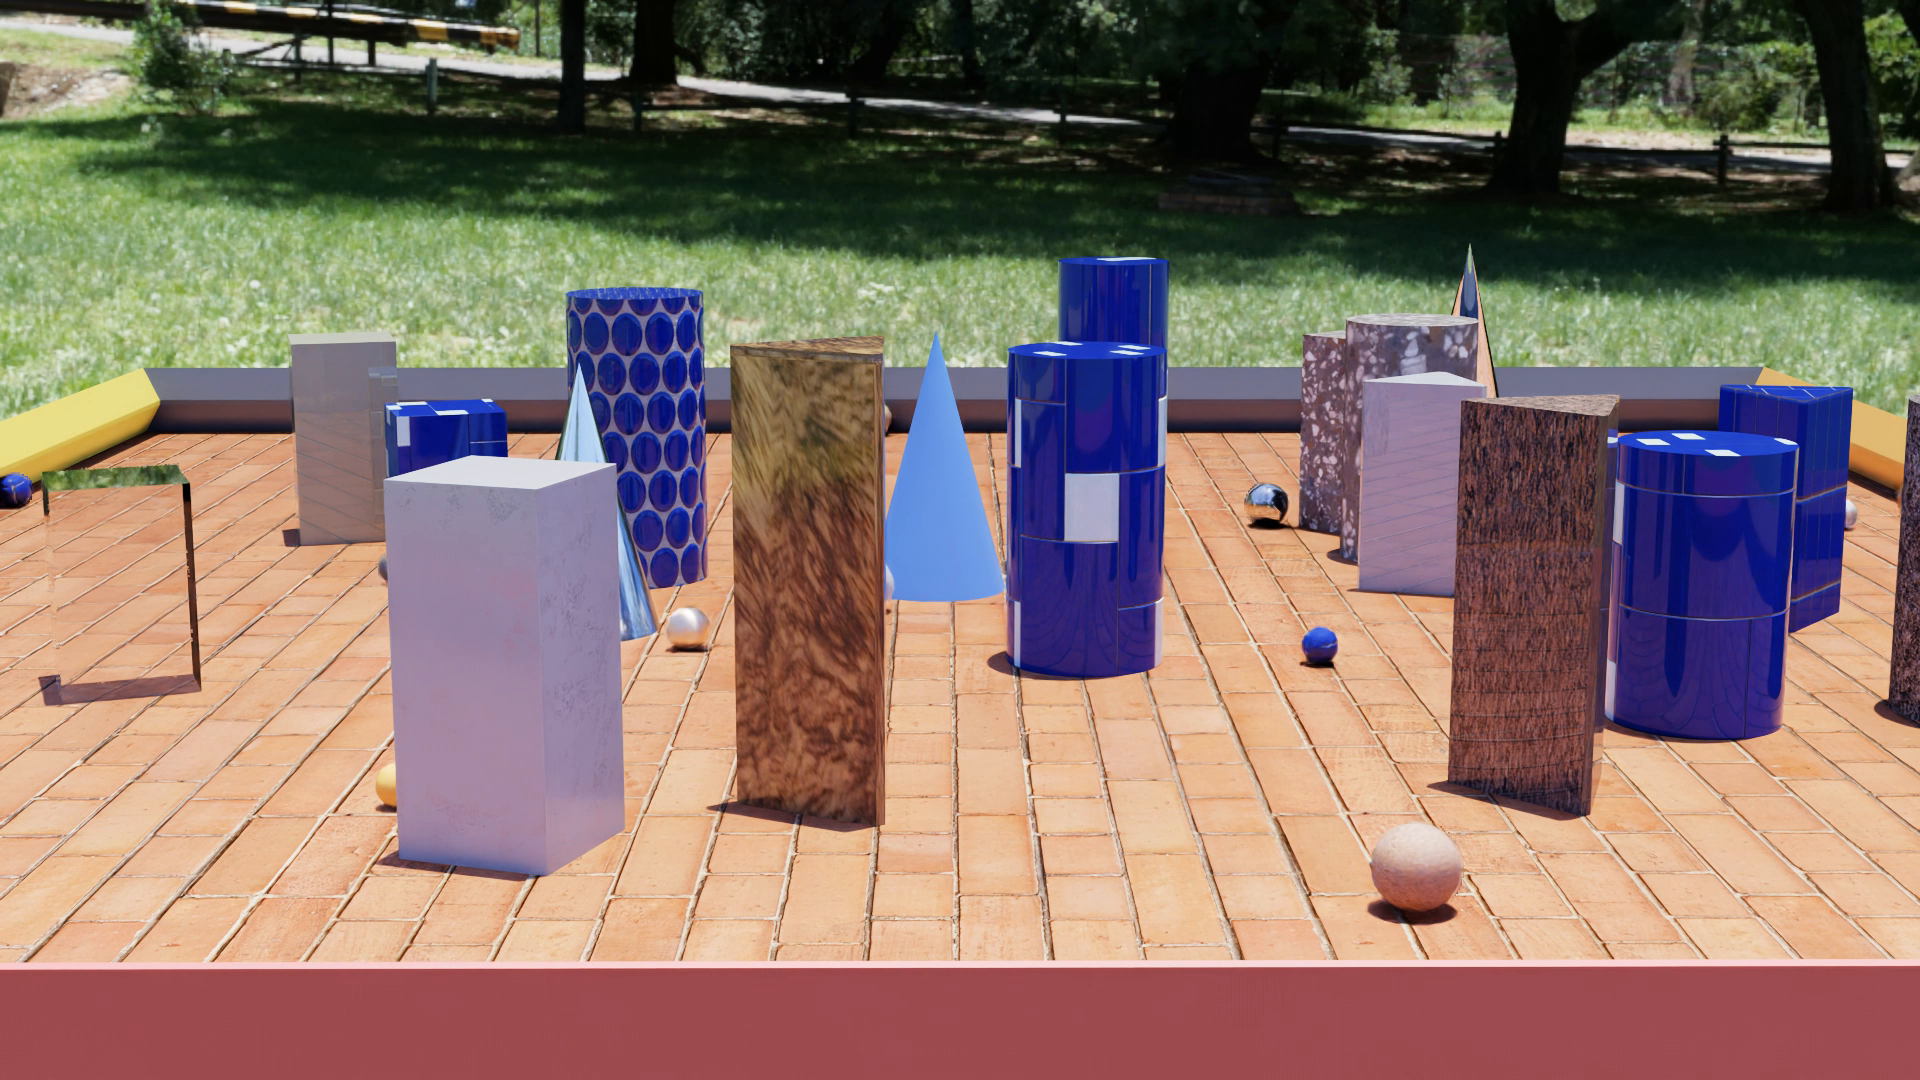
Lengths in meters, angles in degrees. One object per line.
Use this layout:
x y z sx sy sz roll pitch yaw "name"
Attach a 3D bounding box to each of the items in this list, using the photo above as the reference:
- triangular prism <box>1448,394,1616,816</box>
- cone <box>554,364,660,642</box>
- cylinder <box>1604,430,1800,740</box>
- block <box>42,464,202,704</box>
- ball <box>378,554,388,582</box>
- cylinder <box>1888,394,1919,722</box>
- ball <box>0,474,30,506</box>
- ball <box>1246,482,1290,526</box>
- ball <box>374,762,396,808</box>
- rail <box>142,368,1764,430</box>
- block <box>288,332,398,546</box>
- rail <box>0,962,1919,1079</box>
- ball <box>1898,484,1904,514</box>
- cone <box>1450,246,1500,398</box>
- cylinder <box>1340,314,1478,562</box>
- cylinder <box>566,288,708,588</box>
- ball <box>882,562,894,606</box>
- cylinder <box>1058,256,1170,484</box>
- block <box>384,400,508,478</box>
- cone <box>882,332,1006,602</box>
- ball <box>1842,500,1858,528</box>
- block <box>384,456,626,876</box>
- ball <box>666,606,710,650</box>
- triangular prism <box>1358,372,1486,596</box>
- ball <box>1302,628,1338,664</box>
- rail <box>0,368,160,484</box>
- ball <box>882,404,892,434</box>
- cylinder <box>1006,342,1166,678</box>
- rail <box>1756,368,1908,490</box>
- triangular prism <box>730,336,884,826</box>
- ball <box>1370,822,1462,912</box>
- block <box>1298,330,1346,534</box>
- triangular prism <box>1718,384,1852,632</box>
0.612 0.056 2.590 0.145 0.395 0.168 -9 14 -41 "triangular prism"
-0.488 -0.056 3.320 0.194 0.348 0.194 0 11 0 "cone"
0.826 0.047 2.865 0.194 0.314 0.194 0 11 0 "cylinder"
-0.992 0.049 3.033 0.155 0.248 0.155 -4 11 -22 "block"
-0.800 0.039 3.638 0.047 0.047 0.047 0 11 0 "ball"
1.160 0.021 2.891 0.194 0.355 0.194 0 11 0 "cylinder"
-1.576 -0.083 4.273 0.053 0.053 0.053 0 11 0 "ball"
0.490 -0.056 4.090 0.069 0.069 0.069 0 11 0 "ball"
-0.557 0.243 2.544 0.045 0.045 0.045 0 11 0 "ball"
-0.010 -0.279 5.128 3.252 0.126 0.045 0 11 0 "rail"
-0.957 -0.161 3.994 0.155 0.309 0.155 -3 11 -16 "block"
0.010 0.344 1.770 3.252 0.126 0.045 0 11 0 "rail"
1.529 -0.062 4.044 0.097 0.097 0.097 0 11 0 "ball"
0.853 -0.285 4.330 0.194 0.431 0.194 0 11 0 "cone"
0.668 -0.152 3.822 0.194 0.354 0.194 0 11 0 "cylinder"
-0.460 -0.149 3.659 0.194 0.407 0.194 0 11 0 "cylinder"
-0.127 0.059 3.445 0.076 0.076 0.076 0 11 0 "ball"
0.267 -0.295 4.498 0.194 0.388 0.194 0 11 0 "cylinder"
-0.748 -0.077 3.743 0.155 0.235 0.155 -4 11 -19 "block"
-0.033 -0.112 3.578 0.194 0.364 0.194 0 11 0 "cone"
1.398 -0.041 4.066 0.048 0.048 0.048 0 11 0 "ball"
-0.422 0.112 2.395 0.155 0.356 0.155 4 11 19 "block"
-0.341 0.111 3.227 0.055 0.055 0.055 0 11 0 "ball"
0.662 -0.083 3.616 0.168 0.294 0.145 4 11 20 "triangular prism"
0.442 0.130 3.149 0.046 0.046 0.046 0 11 0 "ball"
-1.602 0.034 3.440 0.045 0.126 3.463 0 11 0 "rail"
-0.169 -0.242 5.087 0.068 0.068 0.068 0 11 0 "ball"
0.154 -0.041 3.144 0.194 0.384 0.194 0 11 0 "cylinder"
1.602 0.031 3.458 0.045 0.126 3.463 0 11 0 "rail"
-0.114 0.032 2.544 0.168 0.458 0.145 6 12 28 "triangular prism"
0.396 0.284 2.230 0.078 0.078 0.078 0 11 0 "ball"
0.649 -0.171 4.056 0.155 0.307 0.155 -9 14 -40 "block"
1.073 -0.050 3.409 0.145 0.304 0.168 8 13 38 "triangular prism"
